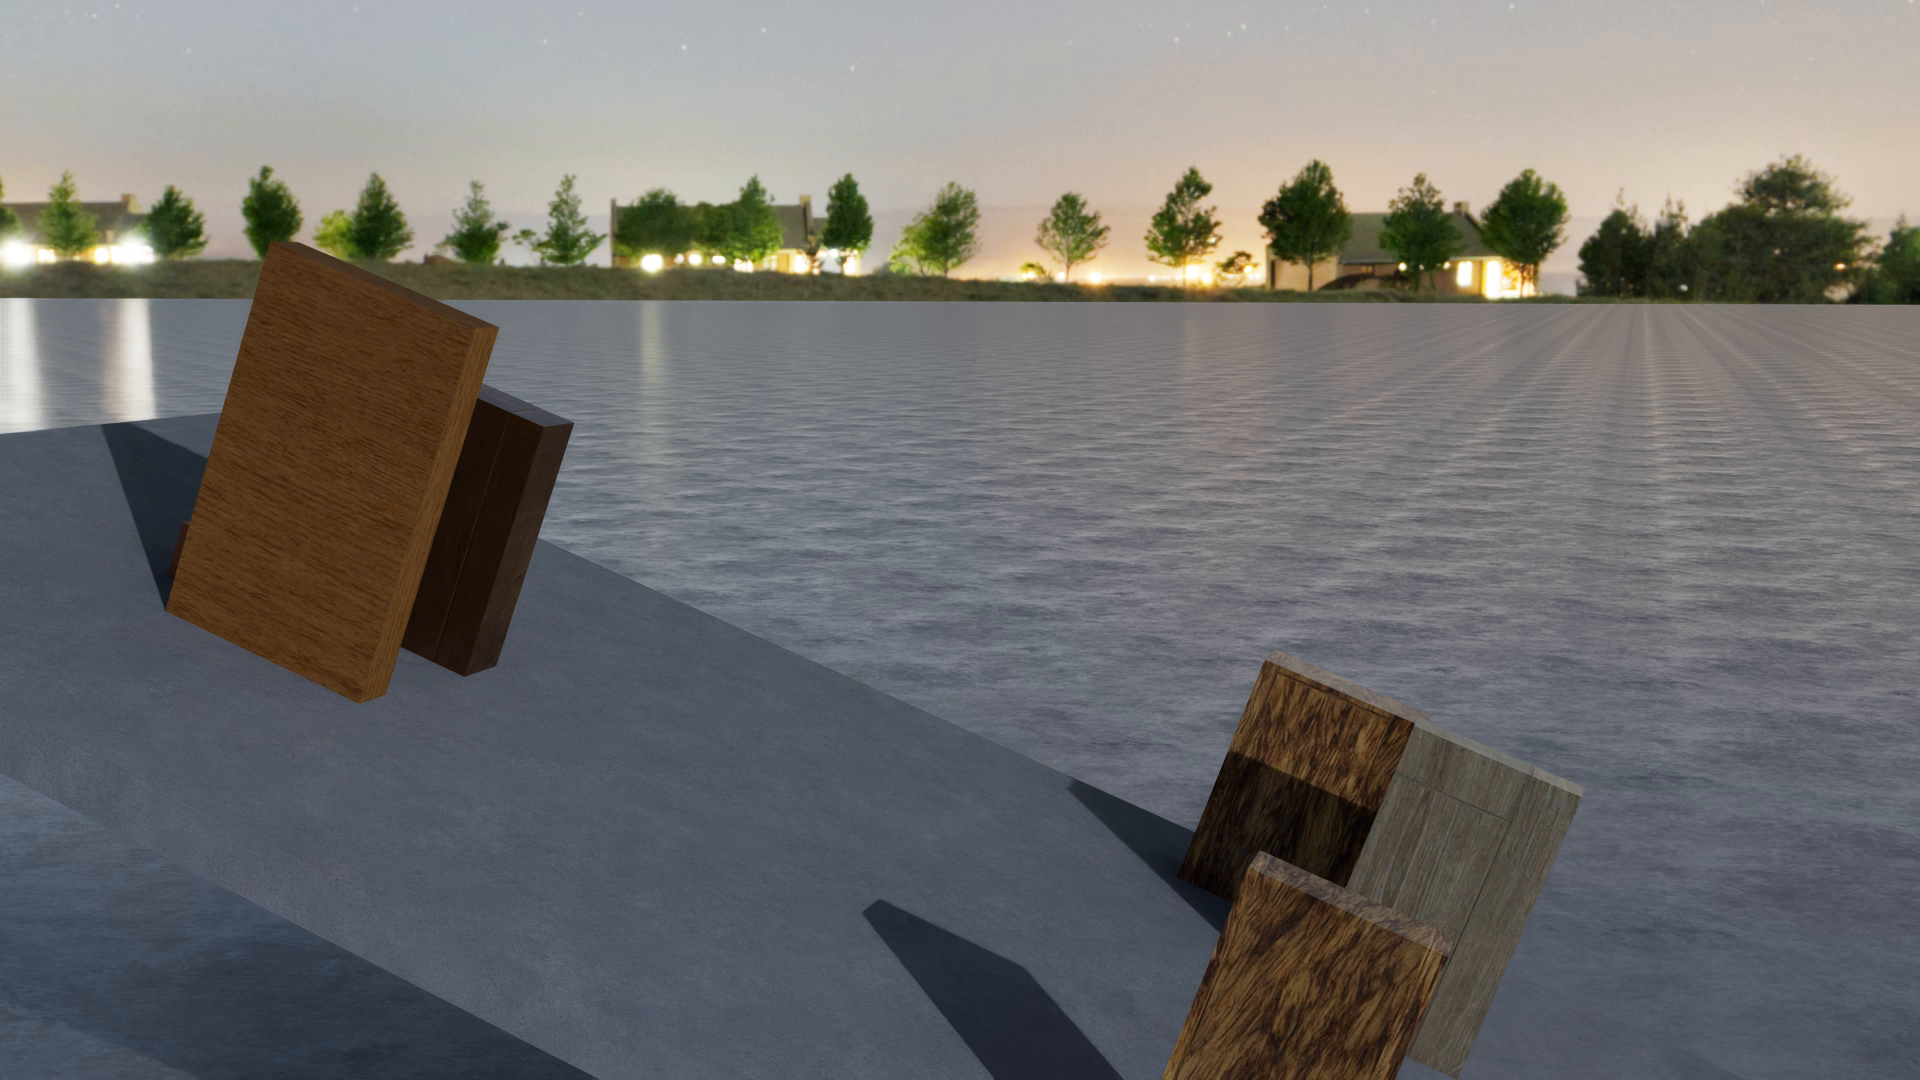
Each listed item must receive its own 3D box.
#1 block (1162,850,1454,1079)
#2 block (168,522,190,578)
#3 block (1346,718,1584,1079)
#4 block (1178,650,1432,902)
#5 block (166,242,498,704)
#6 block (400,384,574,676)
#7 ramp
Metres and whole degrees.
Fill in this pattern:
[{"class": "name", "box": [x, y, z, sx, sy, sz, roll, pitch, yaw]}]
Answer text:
[{"class": "block", "box": [0.448, 0.764, 3.115, 0.292, 0.569, 0.096, 23, 13, 13]}, {"class": "block", "box": [-1.458, 0.034, 4.315, 0.113, 0.113, 0.113, 24, 13, 18]}, {"class": "block", "box": [0.901, 0.675, 4.145, 0.325, 0.595, 0.086, 23, 13, 13]}, {"class": "block", "box": [0.724, 0.541, 4.637, 0.353, 0.510, 0.136, 23, 13, 13]}, {"class": "block", "box": [-1.156, -0.124, 4.027, 0.436, 0.730, 0.088, 23, 13, 13]}, {"class": "block", "box": [-1.035, -0.052, 4.375, 0.373, 0.530, 0.127, 23, 13, 13]}, {"class": "ramp", "box": [-0.326, 0.590, 4.206, 4.000, 0.100, 2.000, 23, 13, 13]}]
